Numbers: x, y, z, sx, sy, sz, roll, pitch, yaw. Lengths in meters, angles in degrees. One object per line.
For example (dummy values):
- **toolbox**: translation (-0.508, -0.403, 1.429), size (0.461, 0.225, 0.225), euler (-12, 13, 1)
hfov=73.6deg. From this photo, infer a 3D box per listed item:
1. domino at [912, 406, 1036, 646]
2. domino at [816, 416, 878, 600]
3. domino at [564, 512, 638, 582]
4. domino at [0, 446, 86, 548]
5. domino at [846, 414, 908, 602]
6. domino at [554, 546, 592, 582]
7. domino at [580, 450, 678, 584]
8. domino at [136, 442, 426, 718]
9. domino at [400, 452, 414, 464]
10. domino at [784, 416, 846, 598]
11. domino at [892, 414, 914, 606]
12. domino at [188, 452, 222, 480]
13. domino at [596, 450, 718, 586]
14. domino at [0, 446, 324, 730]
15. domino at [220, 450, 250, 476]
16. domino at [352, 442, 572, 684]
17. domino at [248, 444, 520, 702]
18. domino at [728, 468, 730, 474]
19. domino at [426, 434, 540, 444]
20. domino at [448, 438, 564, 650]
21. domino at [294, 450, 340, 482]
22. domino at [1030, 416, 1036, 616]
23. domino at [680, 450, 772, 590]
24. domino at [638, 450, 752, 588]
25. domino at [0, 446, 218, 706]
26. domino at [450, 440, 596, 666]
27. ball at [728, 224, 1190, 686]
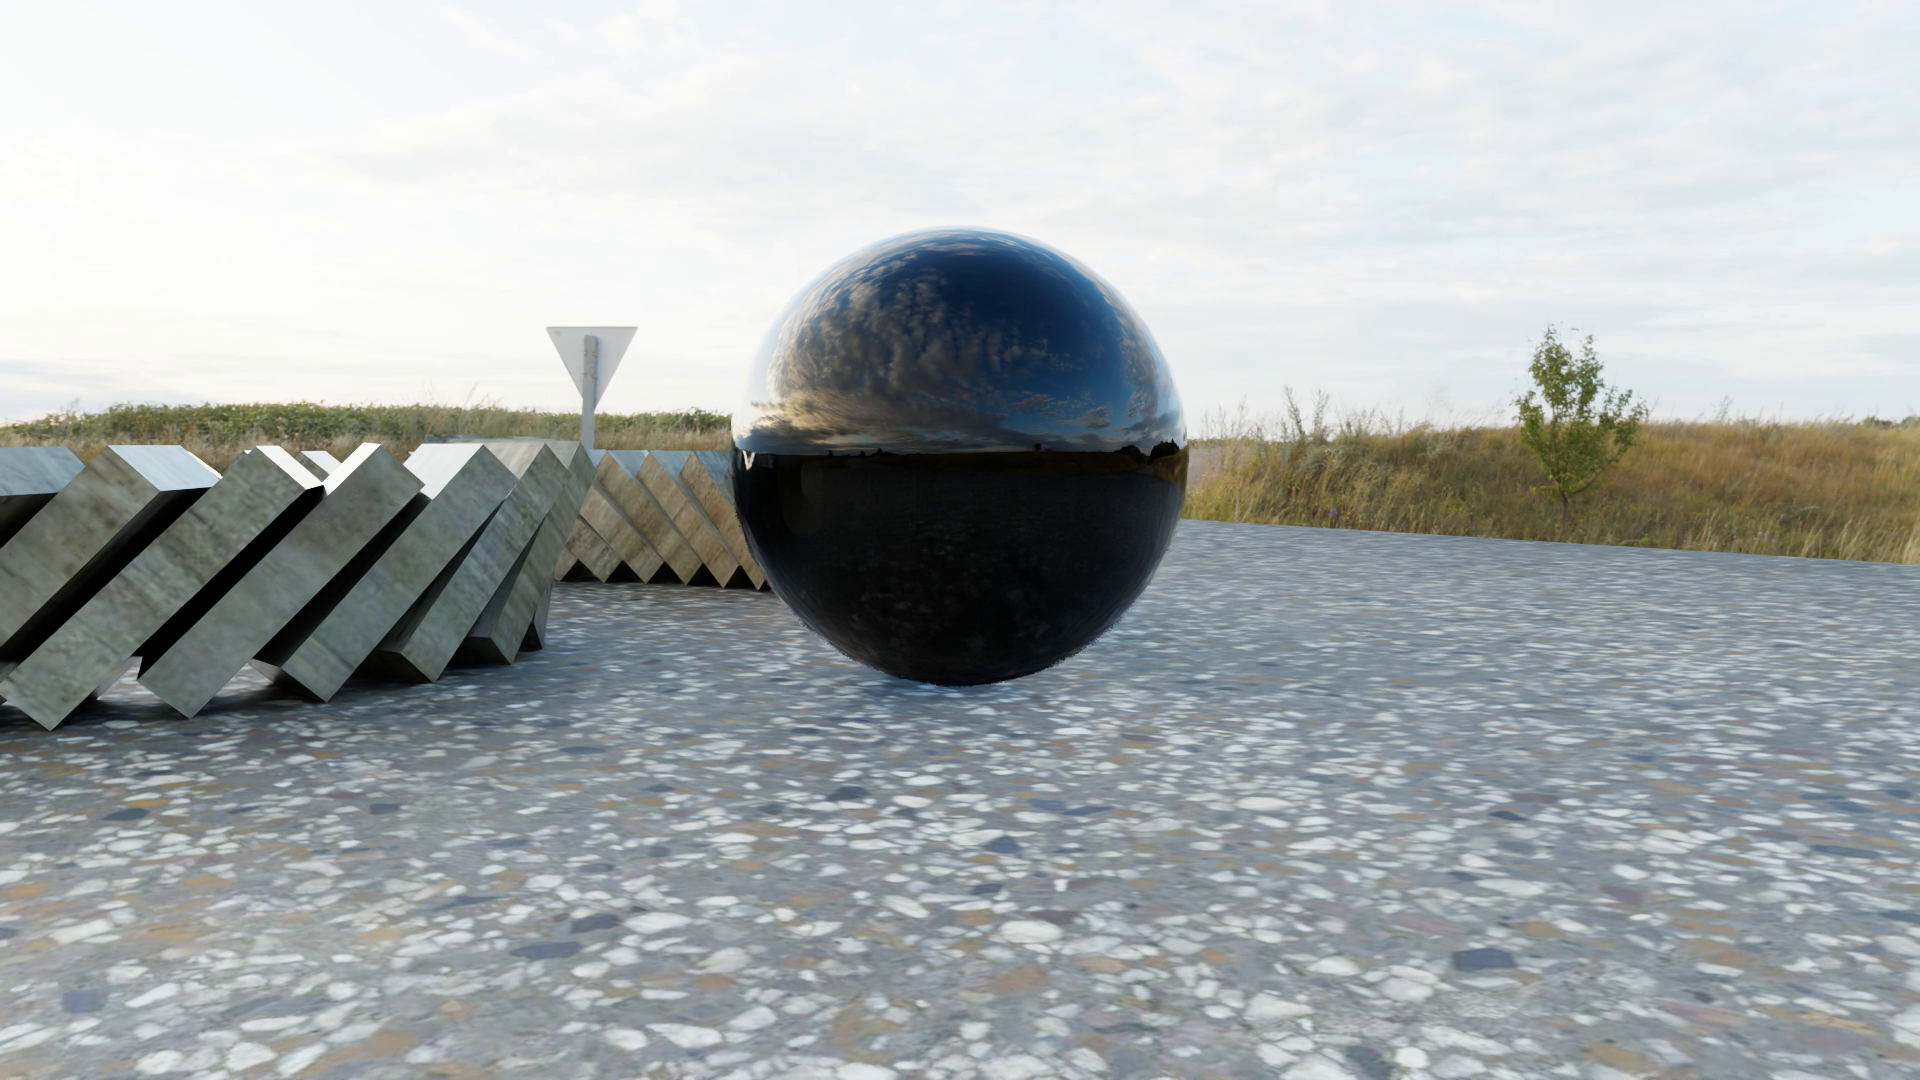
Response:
- **domino**: translation (0.003, -0.003, 0.272), size (0.025, 0.050, 0.010), euler (0, -14, -1)
- **domino**: translation (-0.023, -0.010, 0.360), size (0.025, 0.050, 0.009), euler (-3, -14, -37)
- **domino**: translation (-0.122, -0.008, 0.407), size (0.050, 0.010, 0.025), euler (42, 12, 7)
- **domino**: translation (-0.155, 0.007, 0.191), size (0.050, 0.010, 0.025), euler (-45, 1, 6)
- **domino**: translation (-0.014, -0.009, 0.354), size (0.025, 0.050, 0.009), euler (-3, -14, -36)
- **domino**: translation (-0.138, -0.008, 0.408), size (0.050, 0.010, 0.025), euler (41, 8, 2)
- **domino**: translation (-0.106, -0.008, 0.405), size (0.050, 0.010, 0.025), euler (45, 16, 11)
- **domino**: translation (-0.113, 0.005, 0.214), size (0.010, 0.050, 0.025), euler (48, -19, -25)
- **domino**: translation (-0.153, -0.008, 0.407), size (0.050, 0.010, 0.025), euler (41, 4, -2)
- **domino**: translation (-0.033, -0.010, 0.365), size (0.025, 0.050, 0.010), euler (-3, -14, -38)
- **domino**: translation (-0.003, -0.009, 0.344), size (0.025, 0.050, 0.009), euler (-1, -14, -18)
- **domino**: translation (-0.212, -0.006, 0.383), size (0.050, 0.009, 0.025), euler (44, -16, -24)
- **domino**: translation (-0.090, -0.008, 0.402), size (0.050, 0.009, 0.025), euler (47, 23, 18)
- **domino**: translation (-0.126, 0.006, 0.205), size (0.009, 0.050, 0.025), euler (46, -12, -18)
- **domino**: translation (-0.199, -0.007, 0.392), size (0.050, 0.010, 0.025), euler (43, -12, -19)
- **domino**: translation (-0.098, 0.003, 0.244), size (0.025, 0.050, 0.009), euler (2, -39, 28)
- **domino**: translation (-0.104, 0.004, 0.228), size (0.025, 0.050, 0.010), euler (4, -38, 44)
- **domino**: translation (-0.048, -0.007, 0.381), size (0.025, 0.009, 0.050), euler (2, 43, -40)
- **domino**: translation (-0.108, -0.002, 0.291), size (0.025, 0.050, 0.009), euler (0, -37, -21)
- **domino**: translation (-0.100, 0.000, 0.277), size (0.025, 0.050, 0.010), euler (0, -37, -6)
- **domino**: translation (-0.184, -0.008, 0.400), size (0.050, 0.010, 0.025), euler (41, -4, -11)
- **domino**: translation (0.003, -0.004, 0.282), size (0.025, 0.050, 0.009), euler (0, -14, -1)
- **domino**: translation (-0.061, -0.007, 0.388), size (0.025, 0.009, 0.050), euler (-4, 47, -48)
- **domino**: translation (-0.075, -0.007, 0.395), size (0.050, 0.009, 0.025), euler (49, 29, 23)
- **domino**: translation (-0.140, 0.007, 0.198), size (0.010, 0.050, 0.025), euler (45, -4, -10)
- **domino**: translation (-0.095, 0.001, 0.261), size (0.025, 0.050, 0.009), euler (2, -38, 12)
- **ball**: translation (0.000, -0.014, 0.226), size (0.080, 0.080, 0.080), euler (0, 4, 0)
